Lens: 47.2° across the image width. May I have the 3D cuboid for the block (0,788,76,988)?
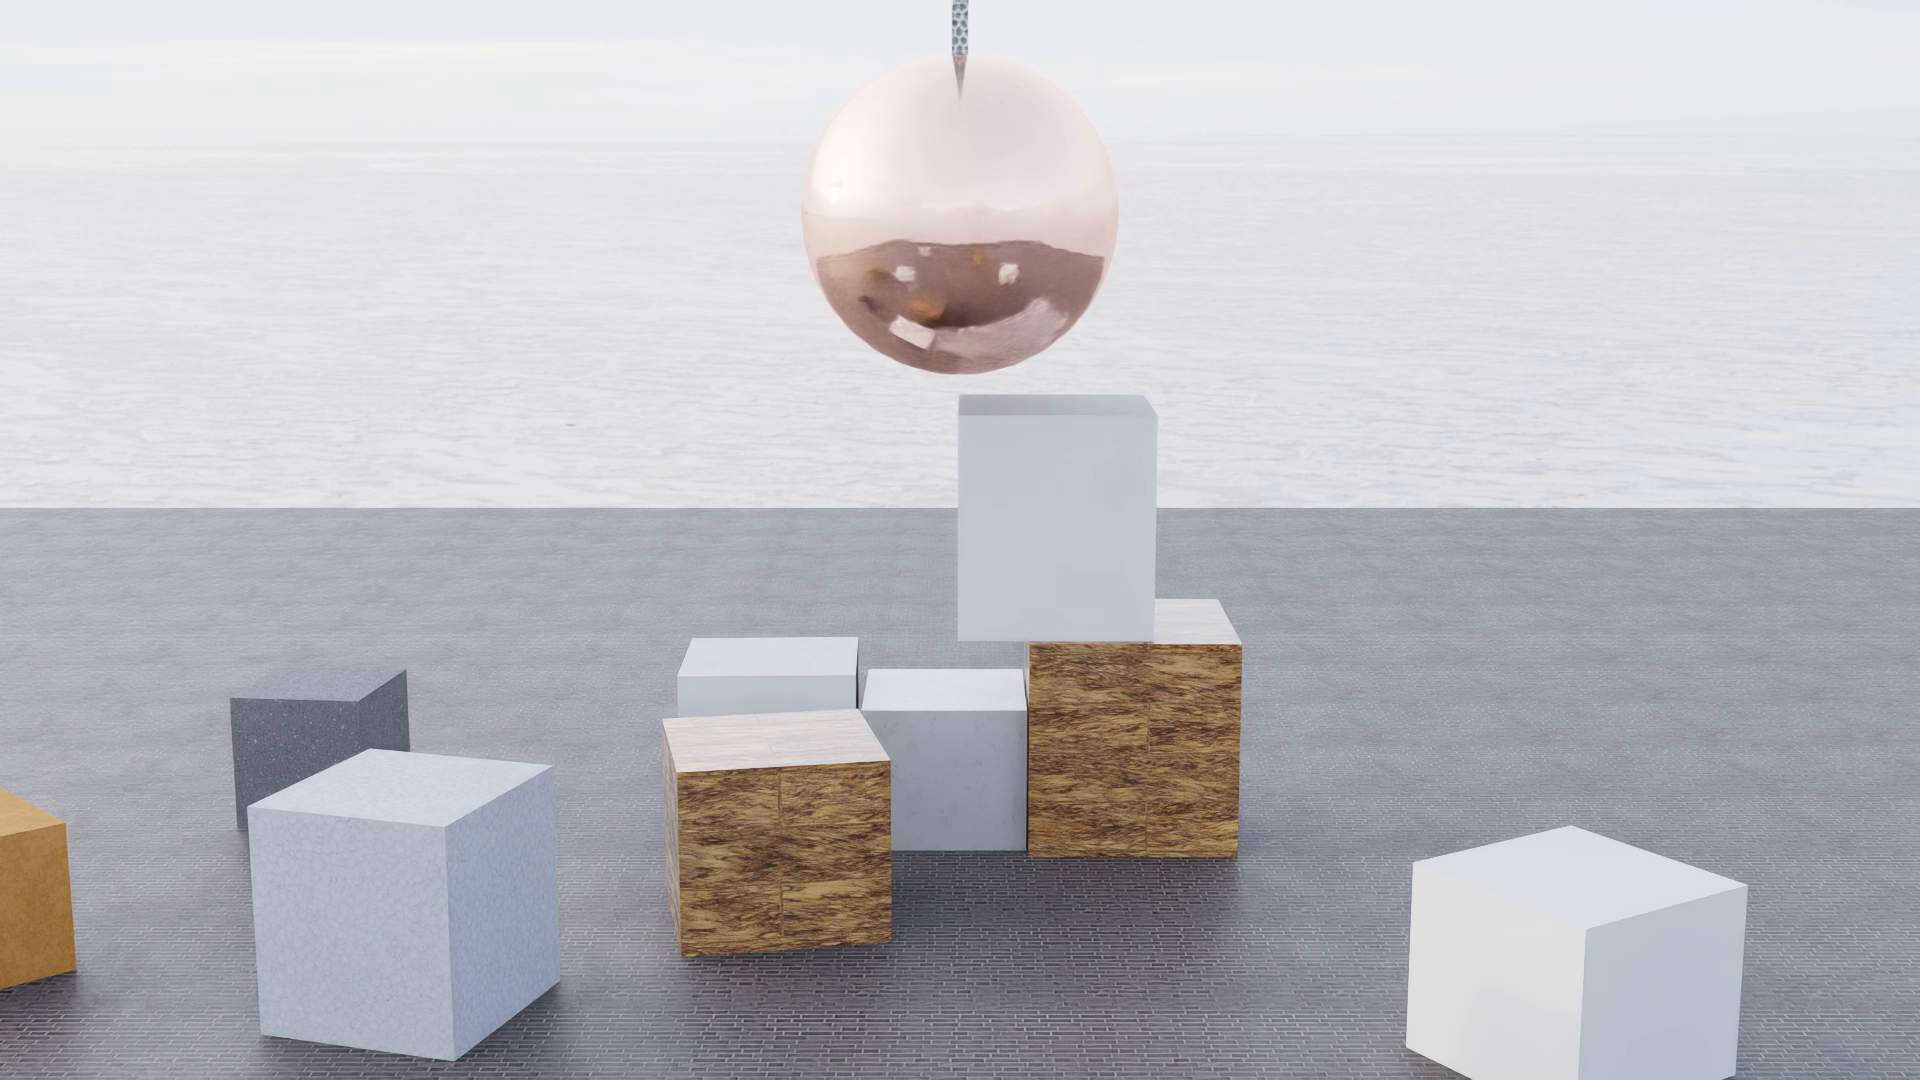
[{"bbox_3d":[-4.364,1.516,9.396,0.797,0.655,0.827,-10,14,-43],"label":"block"}]

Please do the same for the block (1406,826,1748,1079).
[{"bbox_3d":[2.350,1.640,8.430,0.873,0.756,0.865,-6,12,-32],"label":"block"}]

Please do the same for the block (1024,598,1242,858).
[{"bbox_3d":[0.858,0.944,11.341,1.037,1.084,1.074,0,10,0],"label":"block"}]

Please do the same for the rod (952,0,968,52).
[{"bbox_3d":[0.000,-4.958,10.350,0.080,5.200,0.080,0,12,0],"label":"rod"}]

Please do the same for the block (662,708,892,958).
[{"bbox_3d":[-0.849,1.311,10.023,0.929,0.835,0.904,-2,11,-11],"label":"block"}]

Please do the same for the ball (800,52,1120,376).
[{"bbox_3d":[0.000,-1.630,11.049,1.600,1.600,1.600,0,10,0],"label":"ball"}]

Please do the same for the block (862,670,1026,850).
[{"bbox_3d":[-0.078,1.122,11.371,0.819,0.724,0.861,0,10,0],"label":"block"}]

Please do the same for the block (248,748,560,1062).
[{"bbox_3d":[-2.236,1.452,8.945,0.870,0.942,0.871,3,11,17],"label":"block"}]

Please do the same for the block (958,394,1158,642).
[{"bbox_3d":[0.473,-0.130,11.111,0.962,1.113,0.884,0,10,0],"label":"block"}]

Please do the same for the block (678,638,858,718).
[{"bbox_3d":[-0.970,1.036,11.367,0.881,0.896,0.848,0,10,-2],"label":"block"}]

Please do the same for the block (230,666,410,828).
[{"bbox_3d":[-3.366,1.092,11.631,0.681,0.690,0.702,1,10,6],"label":"block"}]
